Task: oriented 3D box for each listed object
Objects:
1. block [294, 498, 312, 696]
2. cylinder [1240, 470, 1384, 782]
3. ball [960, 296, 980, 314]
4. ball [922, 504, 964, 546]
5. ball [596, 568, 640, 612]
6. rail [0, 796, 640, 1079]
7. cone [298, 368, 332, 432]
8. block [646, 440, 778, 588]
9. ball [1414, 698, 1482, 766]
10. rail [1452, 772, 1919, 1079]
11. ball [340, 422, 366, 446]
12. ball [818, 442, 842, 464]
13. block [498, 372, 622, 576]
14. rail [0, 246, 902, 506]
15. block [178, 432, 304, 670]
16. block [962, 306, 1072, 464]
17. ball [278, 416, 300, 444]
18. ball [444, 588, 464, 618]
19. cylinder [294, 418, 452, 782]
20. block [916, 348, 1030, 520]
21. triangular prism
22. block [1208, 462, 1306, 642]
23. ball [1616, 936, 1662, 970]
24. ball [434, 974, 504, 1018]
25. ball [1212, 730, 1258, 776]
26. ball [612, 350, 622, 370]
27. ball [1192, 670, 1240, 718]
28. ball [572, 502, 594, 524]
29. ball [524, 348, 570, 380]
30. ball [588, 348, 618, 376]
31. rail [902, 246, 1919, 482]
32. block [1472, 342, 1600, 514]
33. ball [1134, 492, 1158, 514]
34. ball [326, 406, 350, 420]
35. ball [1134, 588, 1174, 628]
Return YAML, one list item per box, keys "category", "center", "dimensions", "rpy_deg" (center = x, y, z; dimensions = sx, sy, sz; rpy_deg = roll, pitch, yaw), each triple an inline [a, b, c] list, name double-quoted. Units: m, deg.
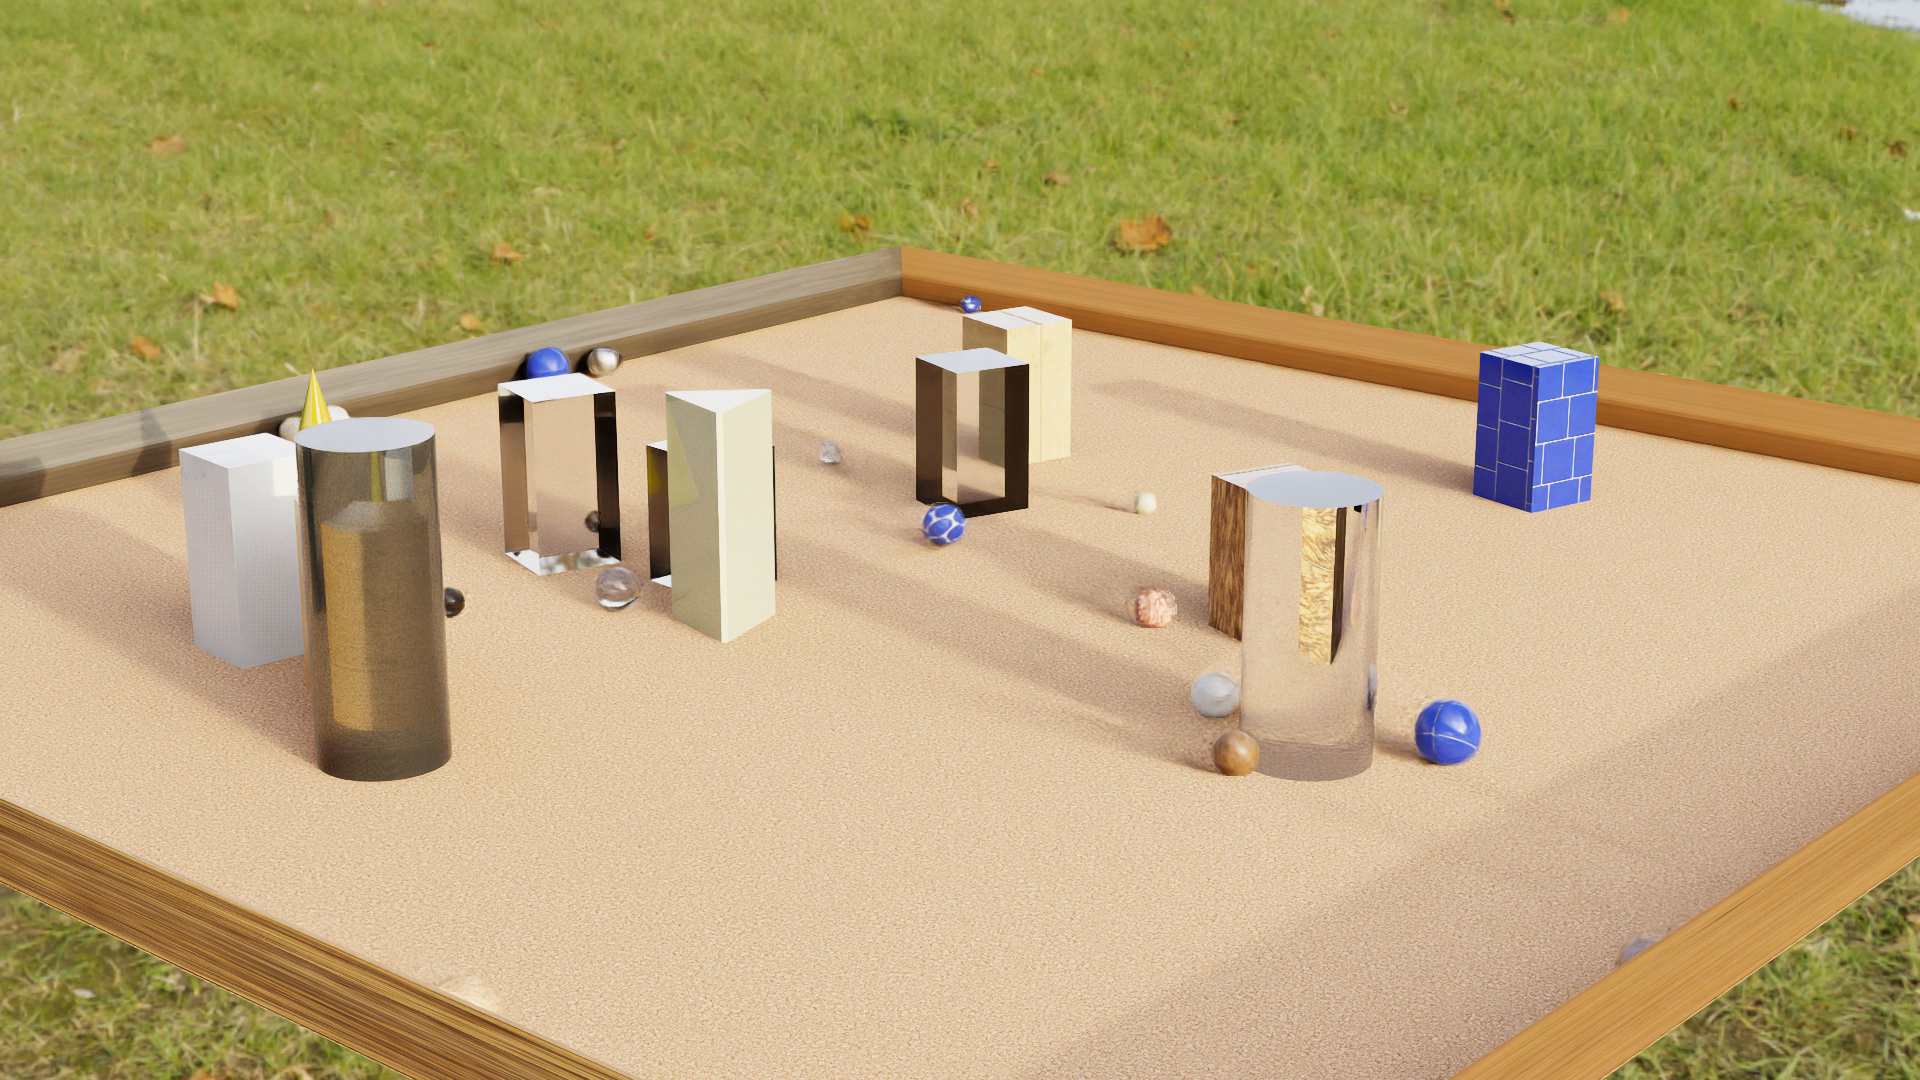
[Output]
- category: "block"
  center: [-0.934, 0.097, 4.584]
  dimensions: [0.160, 0.317, 0.160]
  rpy_deg: [-7, 18, -23]
- category: "cylinder"
  center: [0.516, 0.125, 4.319]
  dimensions: [0.199, 0.416, 0.199]
  rpy_deg: [0, 17, 0]
- category: "ball"
  center: [0.025, -0.588, 7.328]
  dimensions: [0.047, 0.047, 0.047]
  rpy_deg: [0, 17, 0]
- category: "ball"
  center: [-0.031, -0.027, 5.413]
  dimensions: [0.077, 0.077, 0.077]
  rpy_deg: [0, 17, 0]
- category: "ball"
  center: [-0.589, 0.085, 5.042]
  dimensions: [0.076, 0.076, 0.076]
  rpy_deg: [0, 17, 0]
- category: "rail"
  center: [-1.163, 0.419, 3.838]
  dimensions: [3.520, 0.130, 0.045]
  rpy_deg: [14, 22, 39]
- category: "cone"
  center: [-1.163, -0.141, 5.315]
  dimensions: [0.199, 0.352, 0.199]
  rpy_deg: [0, 17, 0]
- category: "block"
  center: [-0.438, -0.047, 5.181]
  dimensions: [0.160, 0.250, 0.160]
  rpy_deg: [-16, 23, -42]
- category: "ball"
  center: [0.722, 0.283, 4.342]
  dimensions: [0.100, 0.100, 0.100]
  rpy_deg: [0, 17, 0]
- category: "rail"
  center: [1.311, 0.361, 4.030]
  dimensions: [0.045, 0.130, 3.594]
  rpy_deg: [14, 22, 39]
- category: "ball"
  center: [-1.264, -0.221, 6.100]
  dimensions: [0.052, 0.052, 0.052]
  rpy_deg: [0, 17, 0]
- category: "ball"
  center: [-0.264, -0.176, 5.962]
  dimensions: [0.046, 0.046, 0.046]
  rpy_deg: [0, 17, 0]
- category: "block"
  center: [-0.724, -0.121, 5.302]
  dimensions: [0.160, 0.320, 0.160]
  rpy_deg: [-10, 19, -29]
- category: "rail"
  center: [-1.311, -0.296, 6.210]
  dimensions: [0.045, 0.130, 3.594]
  rpy_deg: [14, 22, 39]
- category: "block"
  center: [-1.159, 0.016, 4.818]
  dimensions: [0.160, 0.338, 0.160]
  rpy_deg: [-15, 22, -40]
- category: "block"
  center: [0.116, -0.315, 6.007]
  dimensions: [0.160, 0.286, 0.160]
  rpy_deg: [-11, 20, -33]
- category: "ball"
  center: [-1.379, -0.222, 6.077]
  dimensions: [0.067, 0.067, 0.067]
  rpy_deg: [0, 17, 0]
- category: "ball"
  center: [-0.873, 0.106, 5.014]
  dimensions: [0.052, 0.052, 0.052]
  rpy_deg: [0, 17, 0]
- category: "cylinder"
  center: [-0.859, 0.086, 4.306]
  dimensions: [0.199, 0.498, 0.199]
  rpy_deg: [0, 17, 0]
- category: "block"
  center: [0.023, -0.207, 5.645]
  dimensions: [0.160, 0.286, 0.160]
  rpy_deg: [-9, 19, -29]
- category: "triangular prism"
  center: [-0.380, -0.051, 4.939]
  dimensions: [0.150, 0.395, 0.173]
  rpy_deg: [-12, 20, -34]
- category: "block"
  center: [0.529, 0.026, 4.910]
  dimensions: [0.160, 0.265, 0.160]
  rpy_deg: [-9, 19, -28]
- category: "ball"
  center: [0.841, 0.522, 3.593]
  dimensions: [0.074, 0.074, 0.074]
  rpy_deg: [0, 17, 0]
- category: "ball"
  center: [-0.584, 0.557, 3.445]
  dimensions: [0.092, 0.092, 0.092]
  rpy_deg: [0, 17, 0]
- category: "ball"
  center: [0.403, 0.312, 4.302]
  dimensions: [0.068, 0.068, 0.068]
  rpy_deg: [0, 17, 0]
- category: "ball"
  center: [-0.803, -0.413, 6.743]
  dimensions: [0.049, 0.049, 0.049]
  rpy_deg: [0, 17, 0]
- category: "ball"
  center: [0.396, 0.238, 4.539]
  dimensions: [0.073, 0.073, 0.073]
  rpy_deg: [0, 17, 0]
- category: "ball"
  center: [-0.714, -0.050, 5.550]
  dimensions: [0.042, 0.042, 0.042]
  rpy_deg: [0, 17, 0]
- category: "ball"
  center: [-0.921, -0.379, 6.542]
  dimensions: [0.099, 0.099, 0.099]
  rpy_deg: [0, 17, 0]
- category: "ball"
  center: [-0.816, -0.406, 6.686]
  dimensions: [0.067, 0.067, 0.067]
  rpy_deg: [0, 17, 0]
- category: "rail"
  center: [1.163, -0.354, 6.402]
  dimensions: [3.520, 0.130, 0.045]
  rpy_deg: [14, 22, 39]
- category: "block"
  center: [1.117, -0.220, 5.691]
  dimensions: [0.160, 0.286, 0.160]
  rpy_deg: [-11, 20, -33]
- category: "ball"
  center: [0.355, -0.071, 5.616]
  dimensions: [0.044, 0.044, 0.044]
  rpy_deg: [0, 17, 0]
- category: "ball"
  center: [-1.315, -0.245, 6.139]
  dimensions: [0.075, 0.075, 0.075]
  rpy_deg: [0, 17, 0]
- category: "ball"
  center: [0.328, 0.116, 4.955]
  dimensions: [0.068, 0.068, 0.068]
  rpy_deg: [0, 17, 0]
